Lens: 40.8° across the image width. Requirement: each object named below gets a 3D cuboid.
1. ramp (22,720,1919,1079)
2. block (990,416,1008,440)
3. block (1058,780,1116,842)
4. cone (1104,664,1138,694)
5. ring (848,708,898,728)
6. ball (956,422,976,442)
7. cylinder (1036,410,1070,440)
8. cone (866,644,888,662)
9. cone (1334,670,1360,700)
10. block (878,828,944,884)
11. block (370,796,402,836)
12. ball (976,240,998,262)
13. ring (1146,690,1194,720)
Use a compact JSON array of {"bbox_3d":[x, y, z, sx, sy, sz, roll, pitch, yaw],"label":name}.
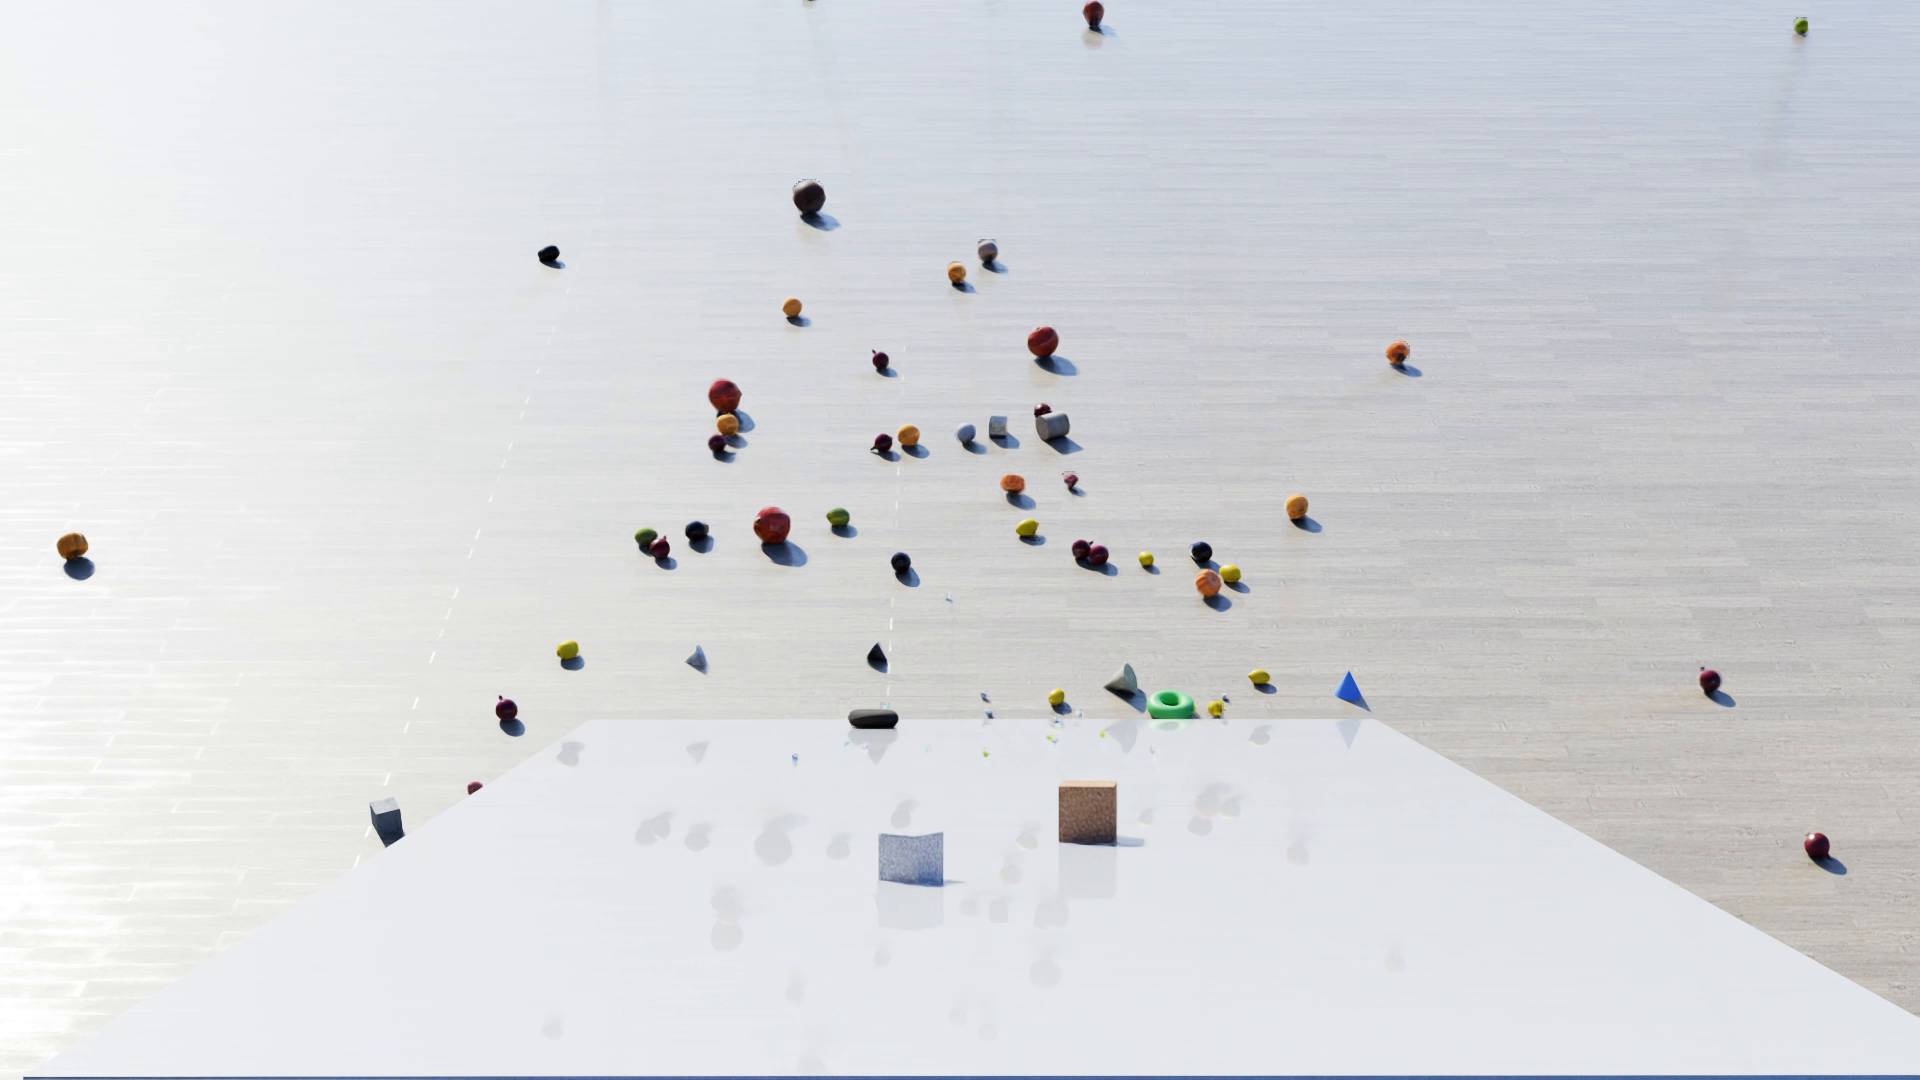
[{"bbox_3d":[0.061,0.546,4.583,2.000,0.100,4.000,0,1,0],"label":"ramp"},{"bbox_3d":[0.124,-0.364,8.350,0.055,0.055,0.055,3,27,5],"label":"block"},{"bbox_3d":[0.215,0.455,4.338,0.092,0.092,0.092,0,1,7],"label":"block"},{"bbox_3d":[0.418,0.382,6.890,0.083,0.083,0.083,-19,19,24],"label":"cone"},{"bbox_3d":[-0.214,0.441,6.377,0.125,0.042,0.125,1,0,0],"label":"ring"},{"bbox_3d":[0.021,-0.346,8.304,0.065,0.065,0.065,0,27,0],"label":"ball"},{"bbox_3d":[0.300,-0.370,8.334,0.081,0.081,0.081,-15,30,-26],"label":"cylinder"},{"bbox_3d":[-0.218,0.317,7.033,0.054,0.054,0.054,36,36,9],"label":"cone"},{"bbox_3d":[1.032,0.377,6.862,0.071,0.071,0.071,0,27,0],"label":"cone"},{"bbox_3d":[-0.074,0.475,3.887,0.070,0.070,0.070,1,1,35],"label":"block"},{"bbox_3d":[-1.398,0.672,6.288,0.060,0.060,0.060,-13,29,-24],"label":"block"},{"bbox_3d":[0.104,-1.091,9.762,0.083,0.083,0.083,0,27,0],"label":"ball"},{"bbox_3d":[0.554,0.436,6.778,0.128,0.043,0.128,1,27,-1],"label":"ring"}]
